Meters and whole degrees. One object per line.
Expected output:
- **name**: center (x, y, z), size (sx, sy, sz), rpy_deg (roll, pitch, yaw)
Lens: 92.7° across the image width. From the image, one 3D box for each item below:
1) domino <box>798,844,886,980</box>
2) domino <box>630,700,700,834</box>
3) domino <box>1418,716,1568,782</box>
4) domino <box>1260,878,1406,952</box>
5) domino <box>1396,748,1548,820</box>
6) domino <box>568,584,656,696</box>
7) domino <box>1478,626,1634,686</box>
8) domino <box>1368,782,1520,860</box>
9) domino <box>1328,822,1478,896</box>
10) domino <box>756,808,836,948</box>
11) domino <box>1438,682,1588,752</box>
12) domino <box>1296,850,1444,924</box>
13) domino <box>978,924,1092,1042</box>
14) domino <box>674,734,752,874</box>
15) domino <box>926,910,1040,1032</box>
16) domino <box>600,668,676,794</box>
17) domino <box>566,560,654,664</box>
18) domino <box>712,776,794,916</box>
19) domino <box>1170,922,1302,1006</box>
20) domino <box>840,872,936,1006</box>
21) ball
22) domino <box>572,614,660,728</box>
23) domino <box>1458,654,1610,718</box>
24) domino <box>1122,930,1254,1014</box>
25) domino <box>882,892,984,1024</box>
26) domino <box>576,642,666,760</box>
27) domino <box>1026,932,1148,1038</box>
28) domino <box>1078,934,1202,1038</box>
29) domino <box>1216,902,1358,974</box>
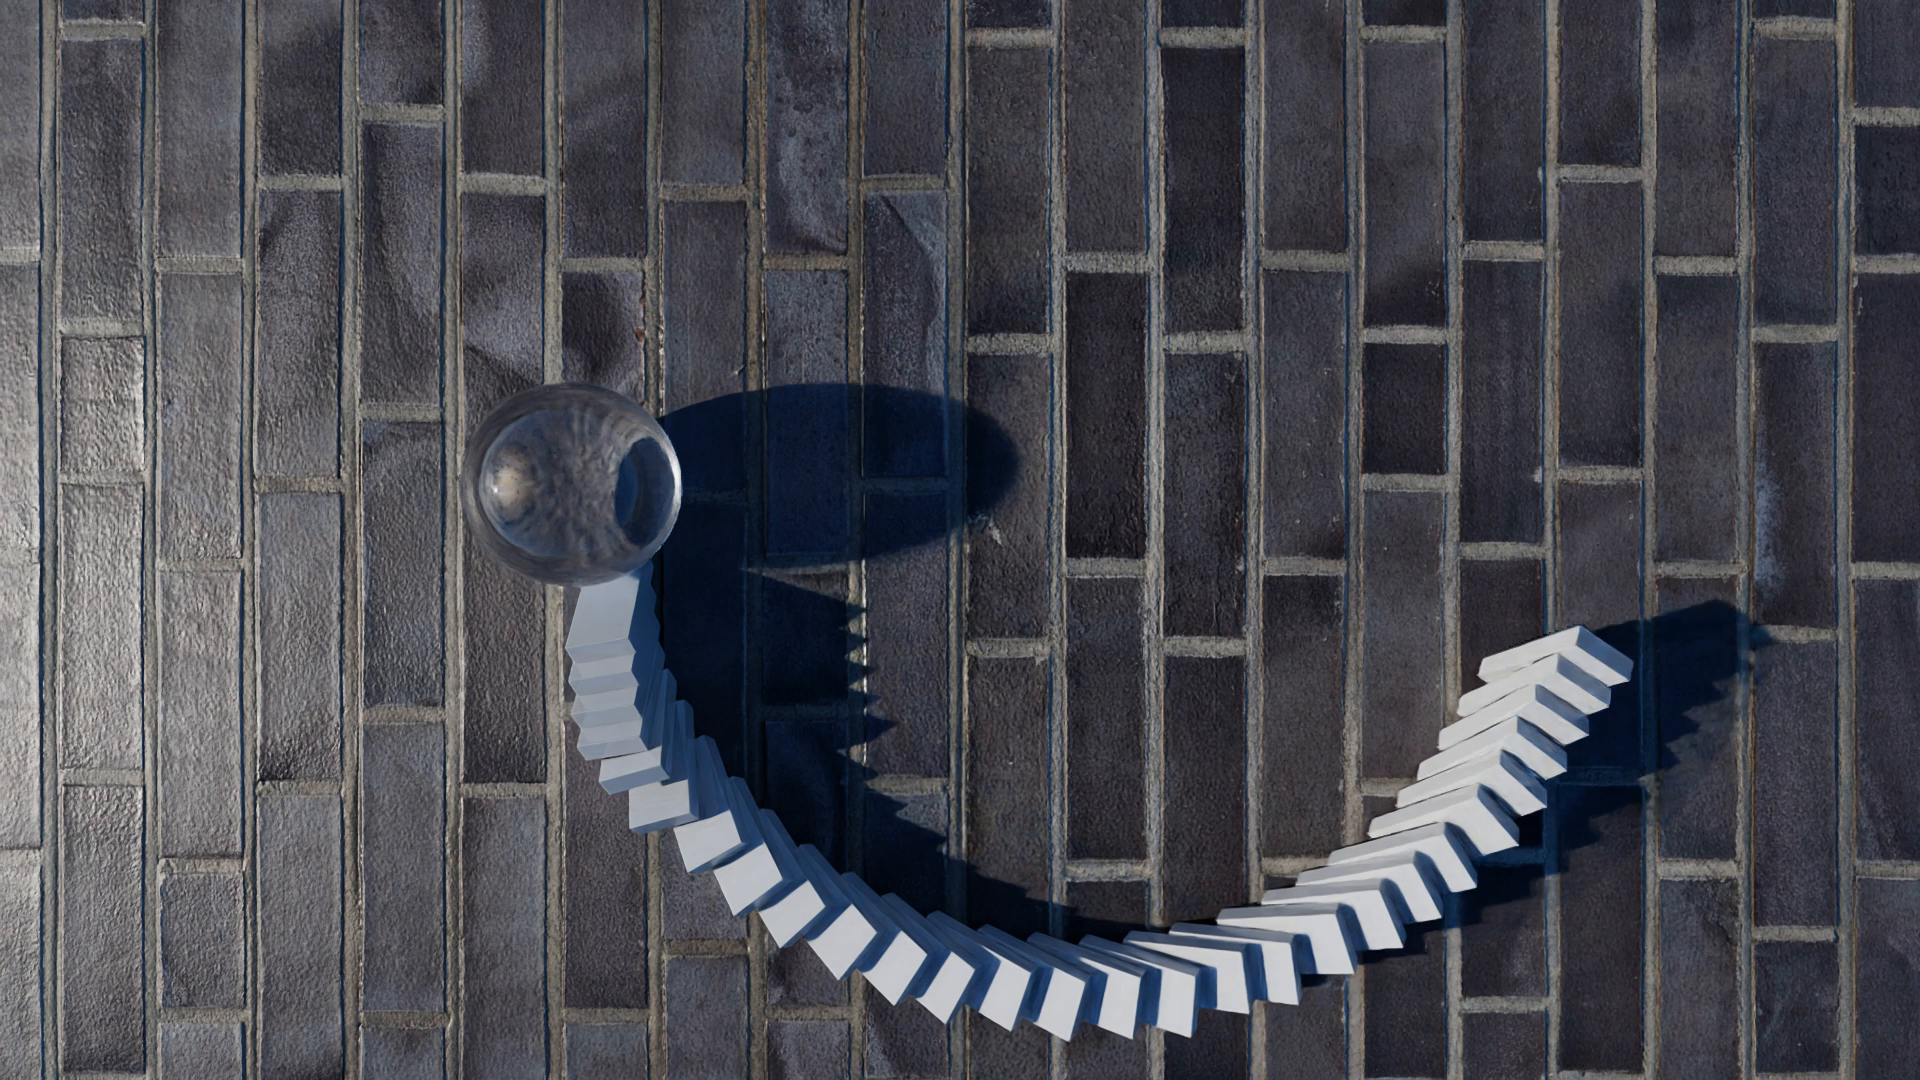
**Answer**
- **domino**: center (-0.057, 0.155, 0.384), size (0.050, 0.010, 0.025), rpy_deg (39, 91, 26)
- **domino**: center (-0.124, 0.094, 0.382), size (0.025, 0.009, 0.050), rpy_deg (-15, 57, 0)
- **domino**: center (0.219, 0.094, 0.379), size (0.025, 0.050, 0.009), rpy_deg (37, 45, 0)
- **domino**: center (0.155, 0.157, 0.382), size (0.050, 0.009, 0.025), rpy_deg (-23, 90, 35)
- **domino**: center (0.211, 0.107, 0.379), size (0.025, 0.009, 0.050), rpy_deg (42, 134, 0)
- **domino**: center (-0.142, 0.040, 0.378), size (0.025, 0.050, 0.010), rpy_deg (-10, 132, 0)
- **domino**: center (0.242, 0.053, 0.376), size (0.025, 0.050, 0.010), rpy_deg (33, 64, 0)
- **domino**: center (0.200, 0.121, 0.380), size (0.025, 0.010, 0.050), rpy_deg (49, 131, 0)
- **domino**: center (0.184, 0.137, 0.382), size (0.050, 0.009, 0.025), rpy_deg (-32, 90, 35)
- **domino**: center (-0.077, 0.141, 0.385), size (0.025, 0.010, 0.050), rpy_deg (-42, 64, 0)
- **domino**: center (0.227, 0.080, 0.378), size (0.025, 0.050, 0.009), rpy_deg (33, 49, 0)
- **domino**: center (0.170, 0.148, 0.382), size (0.050, 0.009, 0.025), rpy_deg (-28, 91, 34)
- **domino**: center (0.028, 0.185, 0.385), size (0.050, 0.009, 0.025), rpy_deg (16, 90, 27)
- **domino**: center (-0.108, 0.110, 0.384), size (0.025, 0.009, 0.050), rpy_deg (-29, 62, 0)
- **domino**: center (0.005, 0.180, 0.385), size (0.050, 0.010, 0.025), rpy_deg (19, 90, 26)
- **domino**: center (-0.132, 0.078, 0.378), size (0.025, 0.050, 0.009), rpy_deg (-15, 132, 0)
- **domino**: center (-0.144, 0.027, 0.378), size (0.025, 0.050, 0.010), rpy_deg (-10, 132, 0)
- **domino**: center (-0.093, 0.128, 0.384), size (0.025, 0.010, 0.050), rpy_deg (-37, 62, 2)
- **domino**: center (0.115, 0.177, 0.384), size (0.050, 0.010, 0.025), rpy_deg (-7, 90, 30)
- **domino**: center (-0.037, 0.166, 0.384), size (0.050, 0.009, 0.025), rpy_deg (33, 92, 27)
- **ball**: center (-0.151, -0.021, 0.360), size (0.080, 0.080, 0.080), rpy_deg (0, 90, 0)
- **domino**: center (-0.141, 0.053, 0.378), size (0.025, 0.050, 0.009), rpy_deg (-9, 132, 1)
- **domino**: center (0.235, 0.066, 0.377), size (0.025, 0.050, 0.010), rpy_deg (33, 55, 0)
- **domino**: center (0.095, 0.180, 0.384), size (0.050, 0.010, 0.025), rpy_deg (-7, 90, 29)
- **domino**: center (-0.018, 0.174, 0.385), size (0.050, 0.010, 0.025), rpy_deg (29, 90, 27)
- **domino**: center (-0.139, 0.065, 0.378), size (0.025, 0.050, 0.010), rpy_deg (-9, 133, 0)
- **domino**: center (0.051, 0.186, 0.384), size (0.050, 0.009, 0.025), rpy_deg (8, 90, 28)
- **domino**: center (0.074, 0.186, 0.384), size (0.050, 0.009, 0.025), rpy_deg (5, 91, 29)
- **domino**: center (0.136, 0.167, 0.383), size (0.050, 0.010, 0.025), rpy_deg (-18, 90, 32)
